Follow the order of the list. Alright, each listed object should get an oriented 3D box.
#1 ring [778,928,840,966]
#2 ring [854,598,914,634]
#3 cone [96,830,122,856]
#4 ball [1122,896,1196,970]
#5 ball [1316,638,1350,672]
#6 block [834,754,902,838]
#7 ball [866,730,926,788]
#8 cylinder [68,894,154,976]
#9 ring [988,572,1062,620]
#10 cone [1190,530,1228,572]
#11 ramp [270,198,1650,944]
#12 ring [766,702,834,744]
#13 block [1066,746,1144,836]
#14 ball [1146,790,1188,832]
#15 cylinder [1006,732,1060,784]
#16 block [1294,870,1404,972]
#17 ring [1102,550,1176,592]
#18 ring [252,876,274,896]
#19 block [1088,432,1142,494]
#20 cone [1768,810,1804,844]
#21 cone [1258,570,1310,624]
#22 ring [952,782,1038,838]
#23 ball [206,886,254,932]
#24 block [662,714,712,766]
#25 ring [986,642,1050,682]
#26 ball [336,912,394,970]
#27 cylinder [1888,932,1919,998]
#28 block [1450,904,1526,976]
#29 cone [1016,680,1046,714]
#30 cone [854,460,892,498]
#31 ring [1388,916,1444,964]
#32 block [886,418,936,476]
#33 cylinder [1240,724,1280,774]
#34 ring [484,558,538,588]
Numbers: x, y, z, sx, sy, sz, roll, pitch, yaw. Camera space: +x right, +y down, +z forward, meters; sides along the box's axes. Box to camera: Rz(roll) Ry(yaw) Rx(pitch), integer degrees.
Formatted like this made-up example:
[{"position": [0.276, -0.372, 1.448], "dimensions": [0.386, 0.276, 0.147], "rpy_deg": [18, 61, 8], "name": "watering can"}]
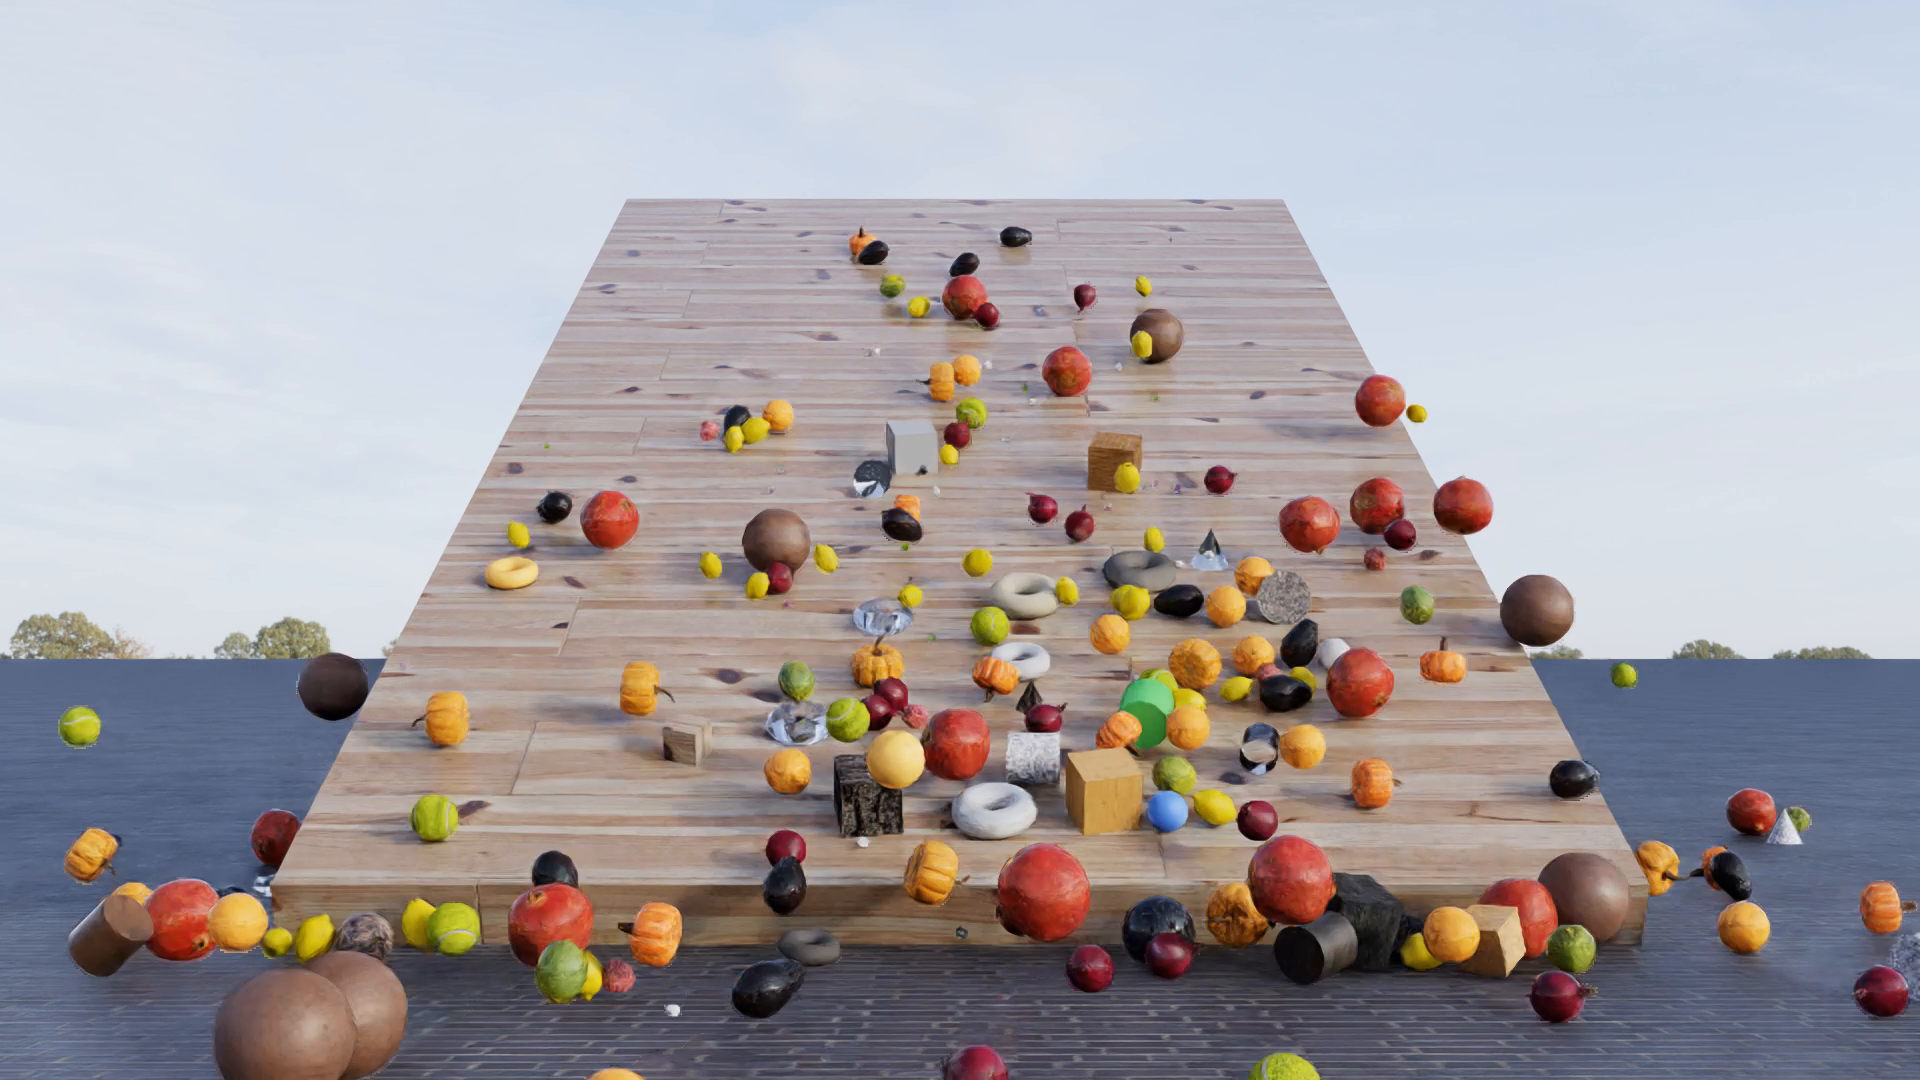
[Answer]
[{"position": [-0.207, 0.560, 3.176], "dimensions": [0.087, 0.029, 0.087], "rpy_deg": [9, 12, -2], "name": "ring"}, {"position": [-0.138, 0.138, 4.163], "dimensions": [0.108, 0.036, 0.108], "rpy_deg": [1, 23, 0], "name": "ring"}, {"position": [-1.753, 0.610, 4.719], "dimensions": [0.055, 0.055, 0.055], "rpy_deg": [37, 20, 33], "name": "cone"}, {"position": [0.268, 0.530, 3.114], "dimensions": [0.099, 0.099, 0.099], "rpy_deg": [0, -3, 0], "name": "ball"}, {"position": [0.646, 0.198, 3.991], "dimensions": [0.059, 0.059, 0.059], "rpy_deg": [0, -3, 0], "name": "ball"}, {"position": [-0.139, 0.386, 3.496], "dimensions": [0.092, 0.092, 0.092], "rpy_deg": [-4, 23, -9], "name": "block"}, {"position": [-0.094, 0.321, 3.368], "dimensions": [0.086, 0.086, 0.086], "rpy_deg": [0, -3, 0], "name": "ball"}, {"position": [-1.099, 0.511, 2.983], "dimensions": [0.076, 0.076, 0.076], "rpy_deg": [-43, -17, 16], "name": "cylinder"}, {"position": [0.120, 0.102, 4.237], "dimensions": [0.136, 0.045, 0.136], "rpy_deg": [-1, 26, 0], "name": "ring"}, {"position": [0.480, 0.012, 4.419], "dimensions": [0.072, 0.072, 0.072], "rpy_deg": [0, 23, 0], "name": "cone"}, {"position": [-0.007, -0.224, 5.207], "dimensions": [2.000, 0.100, 4.000], "rpy_deg": [0, 23, 0], "name": "ramp"}, {"position": [-0.261, 0.299, 3.775], "dimensions": [0.112, 0.037, 0.112], "rpy_deg": [0, 24, 0], "name": "ring"}, {"position": [0.219, 0.381, 3.508], "dimensions": [0.092, 0.092, 0.092], "rpy_deg": [-6, 23, -14], "name": "block"}, {"position": [0.313, 0.409, 3.481], "dimensions": [0.062, 0.062, 0.062], "rpy_deg": [0, -3, 0], "name": "ball"}, {"position": [0.115, 0.342, 3.613], "dimensions": [0.082, 0.082, 0.082], "rpy_deg": [1, -3, 3], "name": "cylinder"}, {"position": [0.521, 0.513, 3.106], "dimensions": [0.097, 0.097, 0.097], "rpy_deg": [7, 14, -23], "name": "block"}, {"position": [0.338, 0.059, 4.342], "dimensions": [0.139, 0.046, 0.139], "rpy_deg": [0, 21, 0], "name": "ring"}, {"position": [-1.202, 0.611, 4.073], "dimensions": [0.093, 0.031, 0.093], "rpy_deg": [1, -2, 0], "name": "ring"}, {"position": [0.323, -0.161, 4.805], "dimensions": [0.096, 0.096, 0.096], "rpy_deg": [5, 23, 12], "name": "block"}, {"position": [1.851, 0.641, 5.174], "dimensions": [0.078, 0.078, 0.078], "rpy_deg": [0, -3, 0], "name": "cone"}, {"position": [0.581, 0.108, 4.227], "dimensions": [0.099, 0.099, 0.099], "rpy_deg": [0, -4, -7], "name": "cone"}, {"position": [0.052, 0.410, 3.502], "dimensions": [0.131, 0.044, 0.131], "rpy_deg": [-1, 23, 1], "name": "ring"}, {"position": [-1.119, 0.565, 3.534], "dimensions": [0.070, 0.070, 0.070], "rpy_deg": [0, -3, 0], "name": "ball"}, {"position": [-0.437, 0.320, 3.698], "dimensions": [0.057, 0.057, 0.057], "rpy_deg": [8, 24, 19], "name": "block"}, {"position": [0.101, 0.210, 3.989], "dimensions": [0.111, 0.037, 0.111], "rpy_deg": [-1, 23, 1], "name": "ring"}, {"position": [-0.804, 0.541, 3.117], "dimensions": [0.077, 0.077, 0.077], "rpy_deg": [0, -3, 0], "name": "ball"}, {"position": [1.201, 0.521, 2.832], "dimensions": [0.080, 0.080, 0.080], "rpy_deg": [4, -4, -24], "name": "cylinder"}, {"position": [0.705, 0.534, 3.078], "dimensions": [0.067, 0.067, 0.067], "rpy_deg": [-2, 20, 37], "name": "block"}, {"position": [0.120, 0.256, 3.858], "dimensions": [0.053, 0.053, 0.053], "rpy_deg": [0, 23, 0], "name": "cone"}, {"position": [-0.170, -0.122, 4.785], "dimensions": [0.081, 0.081, 0.081], "rpy_deg": [-1, -5, 15], "name": "cone"}, {"position": [0.608, 0.552, 3.190], "dimensions": [0.123, 0.041, 0.123], "rpy_deg": [6, 12, -1], "name": "ring"}, {"position": [-0.103, -0.198, 4.898], "dimensions": [0.090, 0.090, 0.090], "rpy_deg": [-5, 23, -12], "name": "block"}, {"position": [0.477, 0.332, 3.670], "dimensions": [0.060, 0.060, 0.060], "rpy_deg": [-1, 22, 13], "name": "cylinder"}, {"position": [-0.845, 0.062, 4.344], "dimensions": [0.101, 0.034, 0.101], "rpy_deg": [-1, 23, 1], "name": "ring"}]
